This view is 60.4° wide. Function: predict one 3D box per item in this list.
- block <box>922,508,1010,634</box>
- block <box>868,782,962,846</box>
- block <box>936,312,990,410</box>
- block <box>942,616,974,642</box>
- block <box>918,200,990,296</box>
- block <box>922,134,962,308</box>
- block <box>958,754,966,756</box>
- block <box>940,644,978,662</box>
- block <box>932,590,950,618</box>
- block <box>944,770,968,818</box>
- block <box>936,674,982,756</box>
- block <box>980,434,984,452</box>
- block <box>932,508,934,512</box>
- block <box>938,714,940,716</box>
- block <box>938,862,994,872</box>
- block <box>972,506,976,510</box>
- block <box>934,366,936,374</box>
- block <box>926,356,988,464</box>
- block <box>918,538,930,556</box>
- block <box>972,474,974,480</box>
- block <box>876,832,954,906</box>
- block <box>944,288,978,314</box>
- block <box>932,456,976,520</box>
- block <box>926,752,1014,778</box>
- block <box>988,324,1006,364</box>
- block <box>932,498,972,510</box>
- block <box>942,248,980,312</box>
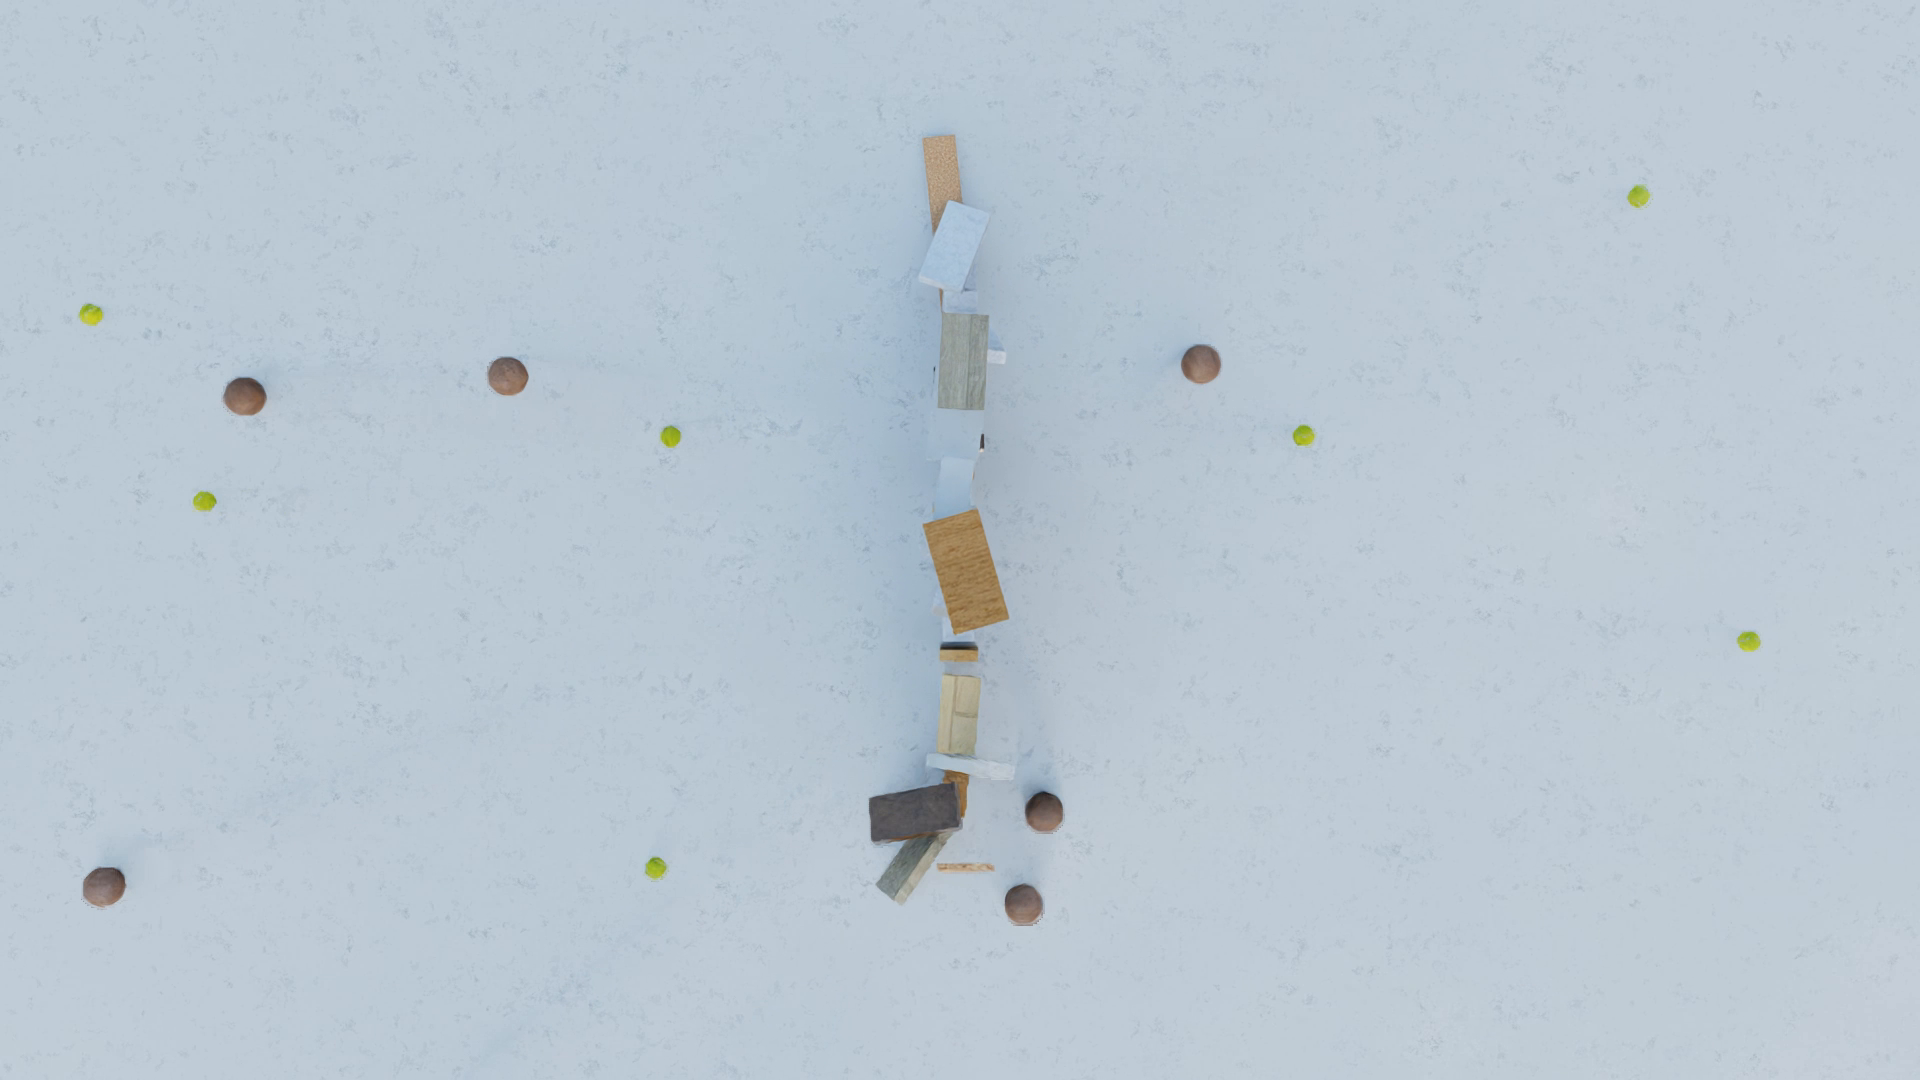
[{"bbox_3d":[0.017,0.093,4.857,0.169,0.048,0.338,-16,90,-1],"label":"block"},{"bbox_3d":[-0.145,0.885,5.336,0.298,0.042,0.149,-13,63,15],"label":"block"},{"bbox_3d":[0.010,-0.552,5.111,0.147,0.042,0.293,3,90,0],"label":"block"},{"bbox_3d":[-0.006,0.223,5.283,0.101,0.029,0.203,-1,90,0],"label":"block"},{"bbox_3d":[-0.017,-0.958,5.400,0.147,0.042,0.293,19,72,4],"label":"block"},{"bbox_3d":[-0.039,-1.048,5.485,0.109,0.031,0.587,-6,90,0],"label":"block"},{"bbox_3d":[0.001,0.657,5.420,0.081,0.163,0.023,8,112,0],"label":"block"},{"bbox_3d":[-0.004,0.368,5.377,0.123,0.247,0.035,2,90,0],"label":"block"},{"bbox_3d":[0.001,0.206,5.074,0.169,0.386,0.048,10,83,0],"label":"block"},{"bbox_3d":[-0.017,0.839,5.488,0.081,0.023,0.163,5,90,0],"label":"block"},{"bbox_3d":[-0.004,0.555,5.242,0.123,0.035,0.247,5,91,0],"label":"block"},{"bbox_3d":[-0.004,-0.308,5.339,0.161,0.322,0.046,-3,91,0],"label":"block"},{"bbox_3d":[-0.034,-0.085,5.122,0.099,0.198,0.028,18,92,0],"label":"block"},{"bbox_3d":[-0.007,0.583,5.380,0.123,0.247,0.035,2,114,0],"label":"block"},{"bbox_3d":[0.018,1.048,5.275,0.163,0.081,0.023,-8,72,34],"label":"block"},{"bbox_3d":[-0.009,-0.090,5.378,0.122,0.244,0.035,-4,90,0],"label":"block"},{"bbox_3d":[-0.003,-0.522,5.339,0.161,0.322,0.046,0,90,0],"label":"block"},{"bbox_3d":[-0.008,-0.404,5.155,0.161,0.046,0.322,6,90,0],"label":"block"},{"bbox_3d":[-0.037,0.005,5.052,0.169,0.338,0.048,-13,89,0],"label":"block"},{"bbox_3d":[-0.005,-0.213,5.196,0.099,0.345,0.028,0,90,0],"label":"block"},{"bbox_3d":[-0.147,1.041,5.403,0.042,0.149,0.298,39,81,-25],"label":"block"},{"bbox_3d":[0.004,-0.719,5.437,0.109,0.031,0.219,1,116,1],"label":"block"},{"bbox_3d":[-0.019,-0.151,5.009,0.099,0.028,0.198,9,90,0],"label":"block"},{"bbox_3d":[0.031,0.724,5.295,0.149,0.298,0.042,11,83,-30],"label":"block"},{"bbox_3d":[0.049,-0.637,5.290,0.147,0.293,0.042,6,113,-13],"label":"block"},{"bbox_3d":[-0.017,-0.009,5.239,0.122,0.035,0.244,-6,90,0],"label":"block"},{"bbox_3d":[0.002,-0.861,5.454,0.109,0.031,0.219,4,90,0],"label":"block"}]
